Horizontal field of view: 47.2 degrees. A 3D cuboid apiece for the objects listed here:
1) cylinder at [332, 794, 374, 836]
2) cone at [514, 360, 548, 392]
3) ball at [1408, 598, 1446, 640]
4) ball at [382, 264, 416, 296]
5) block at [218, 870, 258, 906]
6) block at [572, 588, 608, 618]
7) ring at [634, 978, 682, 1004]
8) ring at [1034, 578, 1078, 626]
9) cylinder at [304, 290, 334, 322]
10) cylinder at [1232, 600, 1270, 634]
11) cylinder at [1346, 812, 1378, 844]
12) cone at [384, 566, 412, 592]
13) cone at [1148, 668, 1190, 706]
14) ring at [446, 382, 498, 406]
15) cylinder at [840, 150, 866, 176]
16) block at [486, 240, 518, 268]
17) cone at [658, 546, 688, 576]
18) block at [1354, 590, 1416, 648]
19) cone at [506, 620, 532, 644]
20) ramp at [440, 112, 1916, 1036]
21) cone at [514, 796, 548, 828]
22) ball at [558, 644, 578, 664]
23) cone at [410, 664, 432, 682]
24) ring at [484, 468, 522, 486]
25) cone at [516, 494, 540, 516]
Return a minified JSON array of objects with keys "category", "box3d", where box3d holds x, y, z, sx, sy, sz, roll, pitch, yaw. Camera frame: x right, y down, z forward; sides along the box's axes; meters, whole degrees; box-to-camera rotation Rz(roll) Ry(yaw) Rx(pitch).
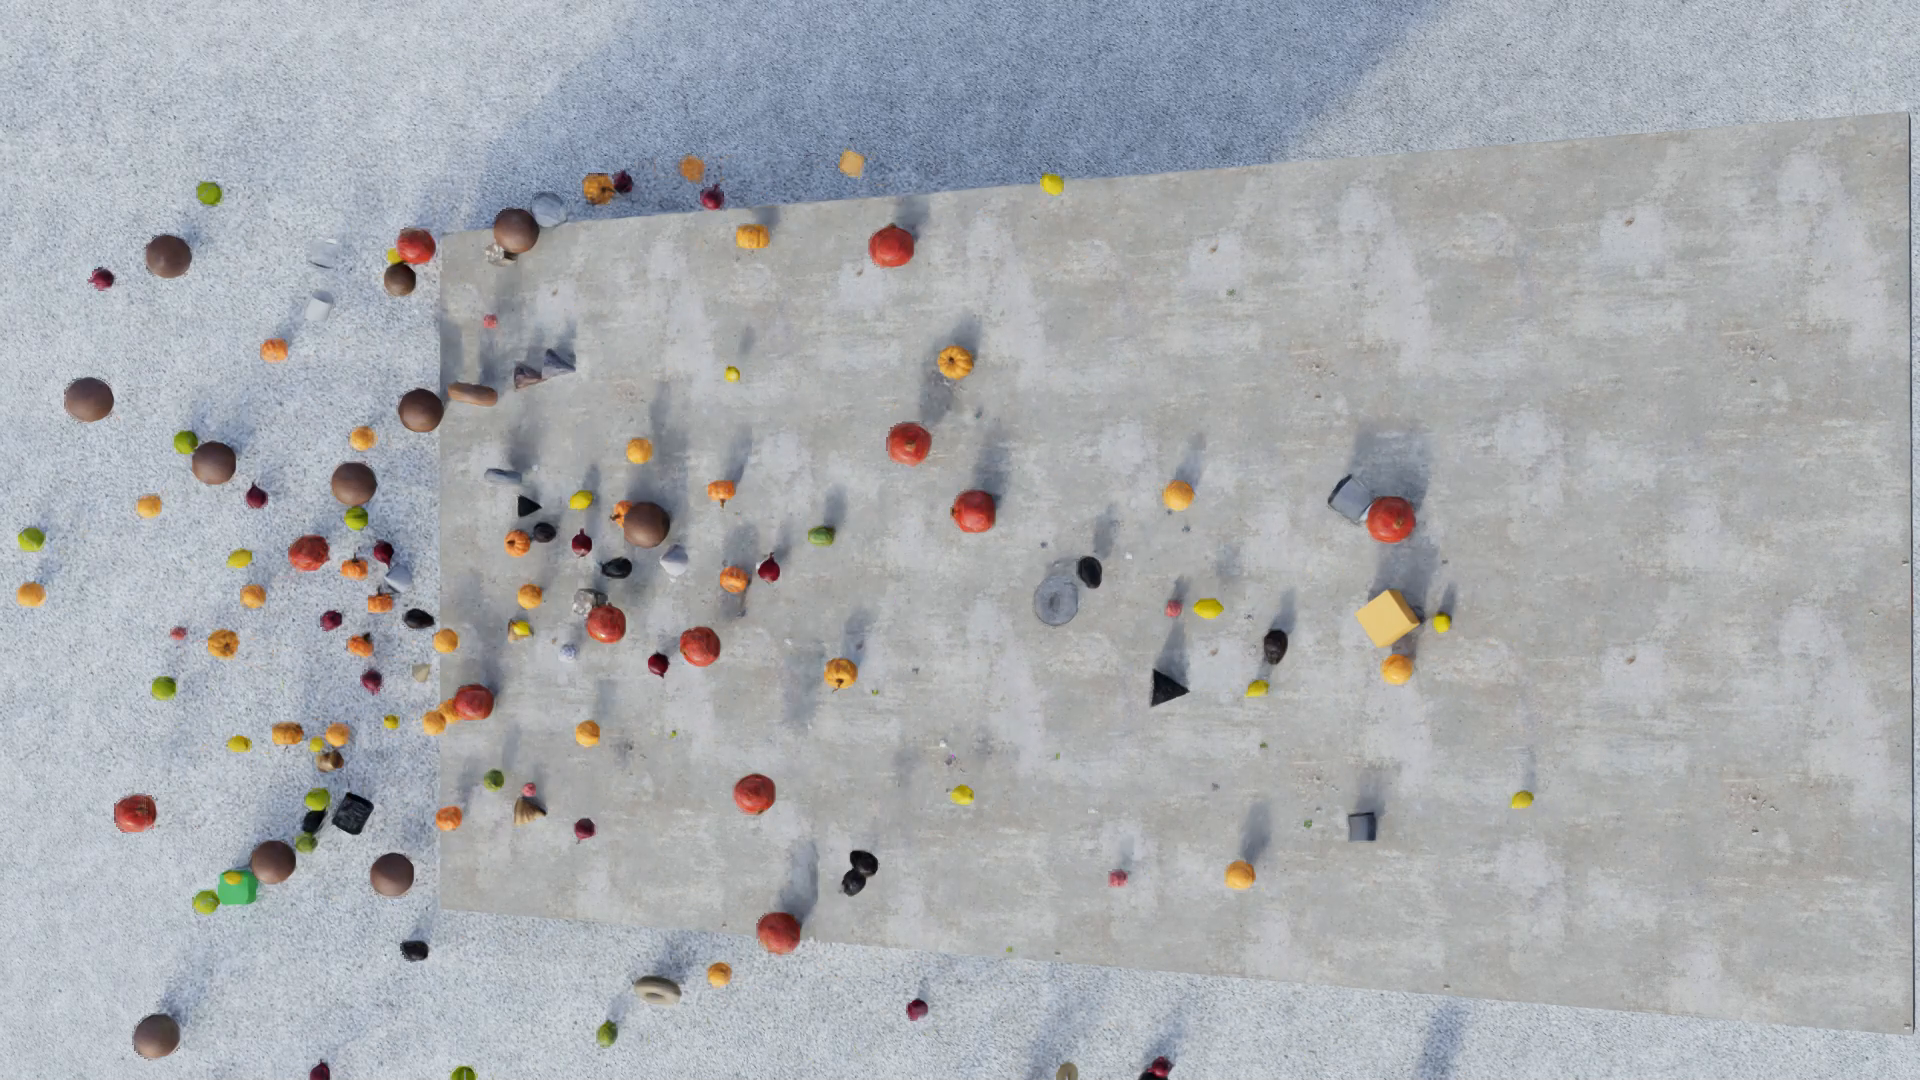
[{"category":"cylinder","box3d":[-1.806,0.815,6.542,0.091,0.091,0.091,29,91,0]},{"category":"cone","box3d":[-1.232,-0.467,6.342,0.092,0.092,0.092,6,89,-1]},{"category":"ball","box3d":[1.103,0.186,5.213,0.100,0.100,0.100,0,89,0]},{"category":"ball","box3d":[-1.663,-0.772,6.528,0.097,0.097,0.097,0,89,0]},{"category":"block","box3d":[-2.149,1.035,6.545,0.087,0.087,0.087,5,89,0]},{"category":"block","box3d":[-1.050,0.178,6.233,0.066,0.066,0.066,18,97,25]},{"category":"ring","box3d":[-0.896,1.336,6.515,0.143,0.143,0.048,9,58,0]},{"category":"ring","box3d":[0.245,0.158,5.615,0.126,0.042,0.126,-1,89,27]},{"category":"cylinder","box3d":[-1.905,-0.694,6.543,0.068,0.068,0.068,28,114,0]},{"category":"cylinder","box3d":[0.715,0.189,5.397,0.078,0.078,0.078,0,93,-5]},{"category":"cylinder","box3d":[0.960,0.686,5.248,0.061,0.061,0.061,-12,72,0]},{"category":"cone","box3d":[-1.691,0.114,6.547,0.082,0.082,0.082,-1,86,16]},{"category":"cone","box3d":[0.526,0.374,5.474,0.098,0.098,0.098,9,89,5]},{"category":"ring","box3d":[-1.410,-0.423,6.363,0.150,0.150,0.050,12,96,0]},{"category":"cylinder","box3d":[-0.289,-1.017,5.927,0.055,0.055,0.055,24,102,0]},{"category":"block","box3d":[-1.332,-0.831,6.386,0.058,0.058,0.058,-18,81,25]},{"category":"cone","box3d":[-0.813,0.057,6.108,0.085,0.085,0.085,0,89,26]},{"category":"block","box3d":[1.013,0.186,5.209,0.097,0.097,0.097,-38,74,21]},{"category":"cone","box3d":[-1.267,0.268,6.357,0.070,0.070,0.070,6,89,-1]},{"category":"ramp","box3d":[0.281,0.080,5.677,4.000,0.100,2.000,0,89,26]},{"category":"cone","box3d":[-1.230,0.786,6.328,0.090,0.090,0.090,6,89,-1]},{"category":"ball","box3d":[-1.118,0.324,6.269,0.057,0.057,0.057,0,89,0]},{"category":"cone","box3d":[-1.577,0.380,6.488,0.060,0.060,0.060,-33,89,30]},{"category":"ring","box3d":[-1.316,-0.182,6.336,0.109,0.109,0.036,10,85,0]},{"category":"cone","box3d":[-1.237,-0.096,6.347,0.067,0.067,0.067,7,89,12]}]
